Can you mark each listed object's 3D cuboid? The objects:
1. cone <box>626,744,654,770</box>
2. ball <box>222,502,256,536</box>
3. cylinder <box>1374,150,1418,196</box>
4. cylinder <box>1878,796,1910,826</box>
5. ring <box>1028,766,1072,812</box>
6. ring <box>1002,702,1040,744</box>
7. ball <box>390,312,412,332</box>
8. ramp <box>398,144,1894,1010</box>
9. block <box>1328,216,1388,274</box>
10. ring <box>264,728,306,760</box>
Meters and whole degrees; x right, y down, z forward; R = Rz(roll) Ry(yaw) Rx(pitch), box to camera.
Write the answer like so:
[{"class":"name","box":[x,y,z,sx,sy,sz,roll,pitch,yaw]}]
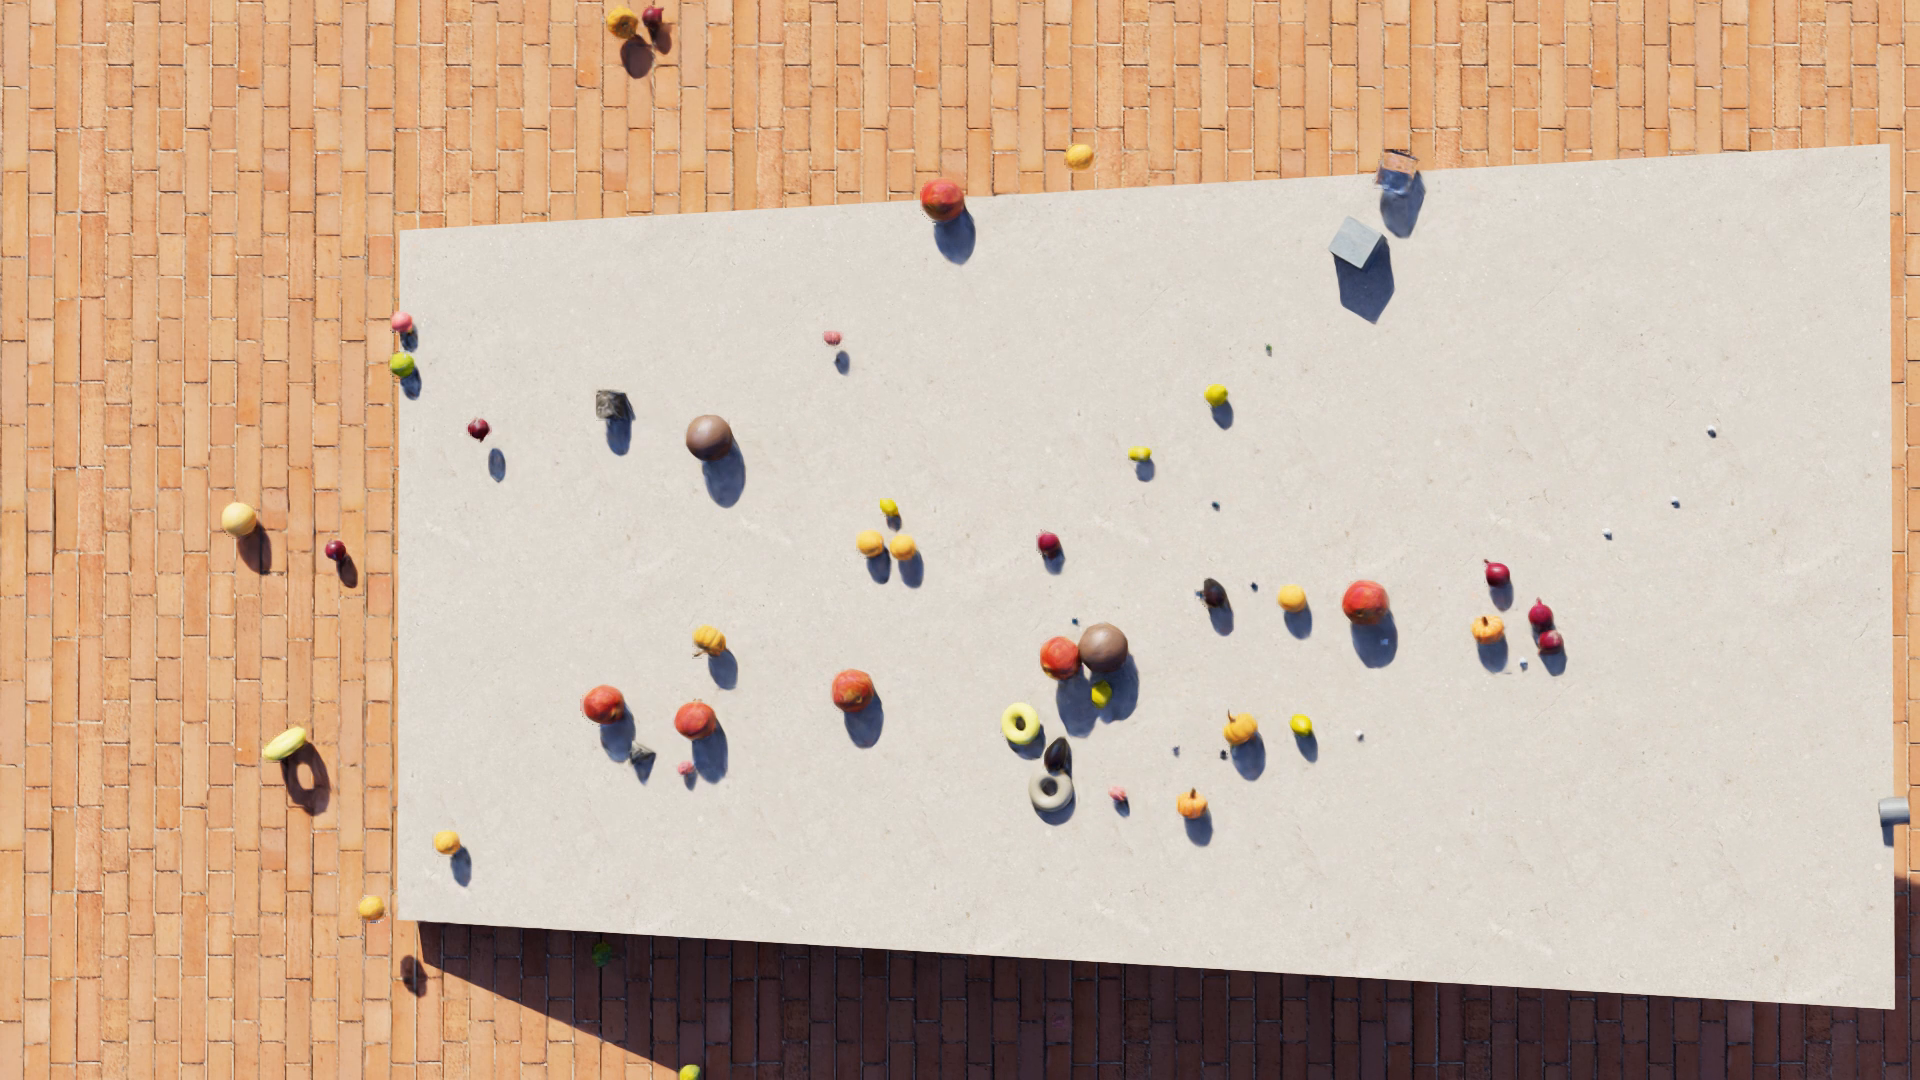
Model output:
[{"class":"cone","box":[-0.874,0.589,6.096,0.074,0.074,0.074,-15,89,-29]},{"class":"ball","box":[-2.108,-0.060,6.427,0.098,0.098,0.098,0,89,0]},{"class":"cylinder","box":[1.075,-0.905,5.417,0.088,0.088,0.088,17,96,0]},{"class":"cylinder","box":[2.142,0.621,5.045,0.061,0.061,0.061,-11,89,23]},{"class":"ring","box":[0.235,0.647,5.711,0.120,0.040,0.120,-1,88,19]},{"class":"ring","box":[0.158,0.479,5.734,0.110,0.037,0.110,2,93,31]},{"class":"ball","box":[-1.613,-0.629,6.352,0.060,0.060,0.060,0,89,0]},{"class":"ramp","box":[0.278,0.091,5.777,4.000,0.100,2.000,0,89,19]},{"class":"block","box":[0.984,-0.732,5.442,0.098,0.098,0.098,33,99,17]},{"class":"ring","box":[-1.963,0.594,6.400,0.132,0.132,0.044,-31,107,0]}]
